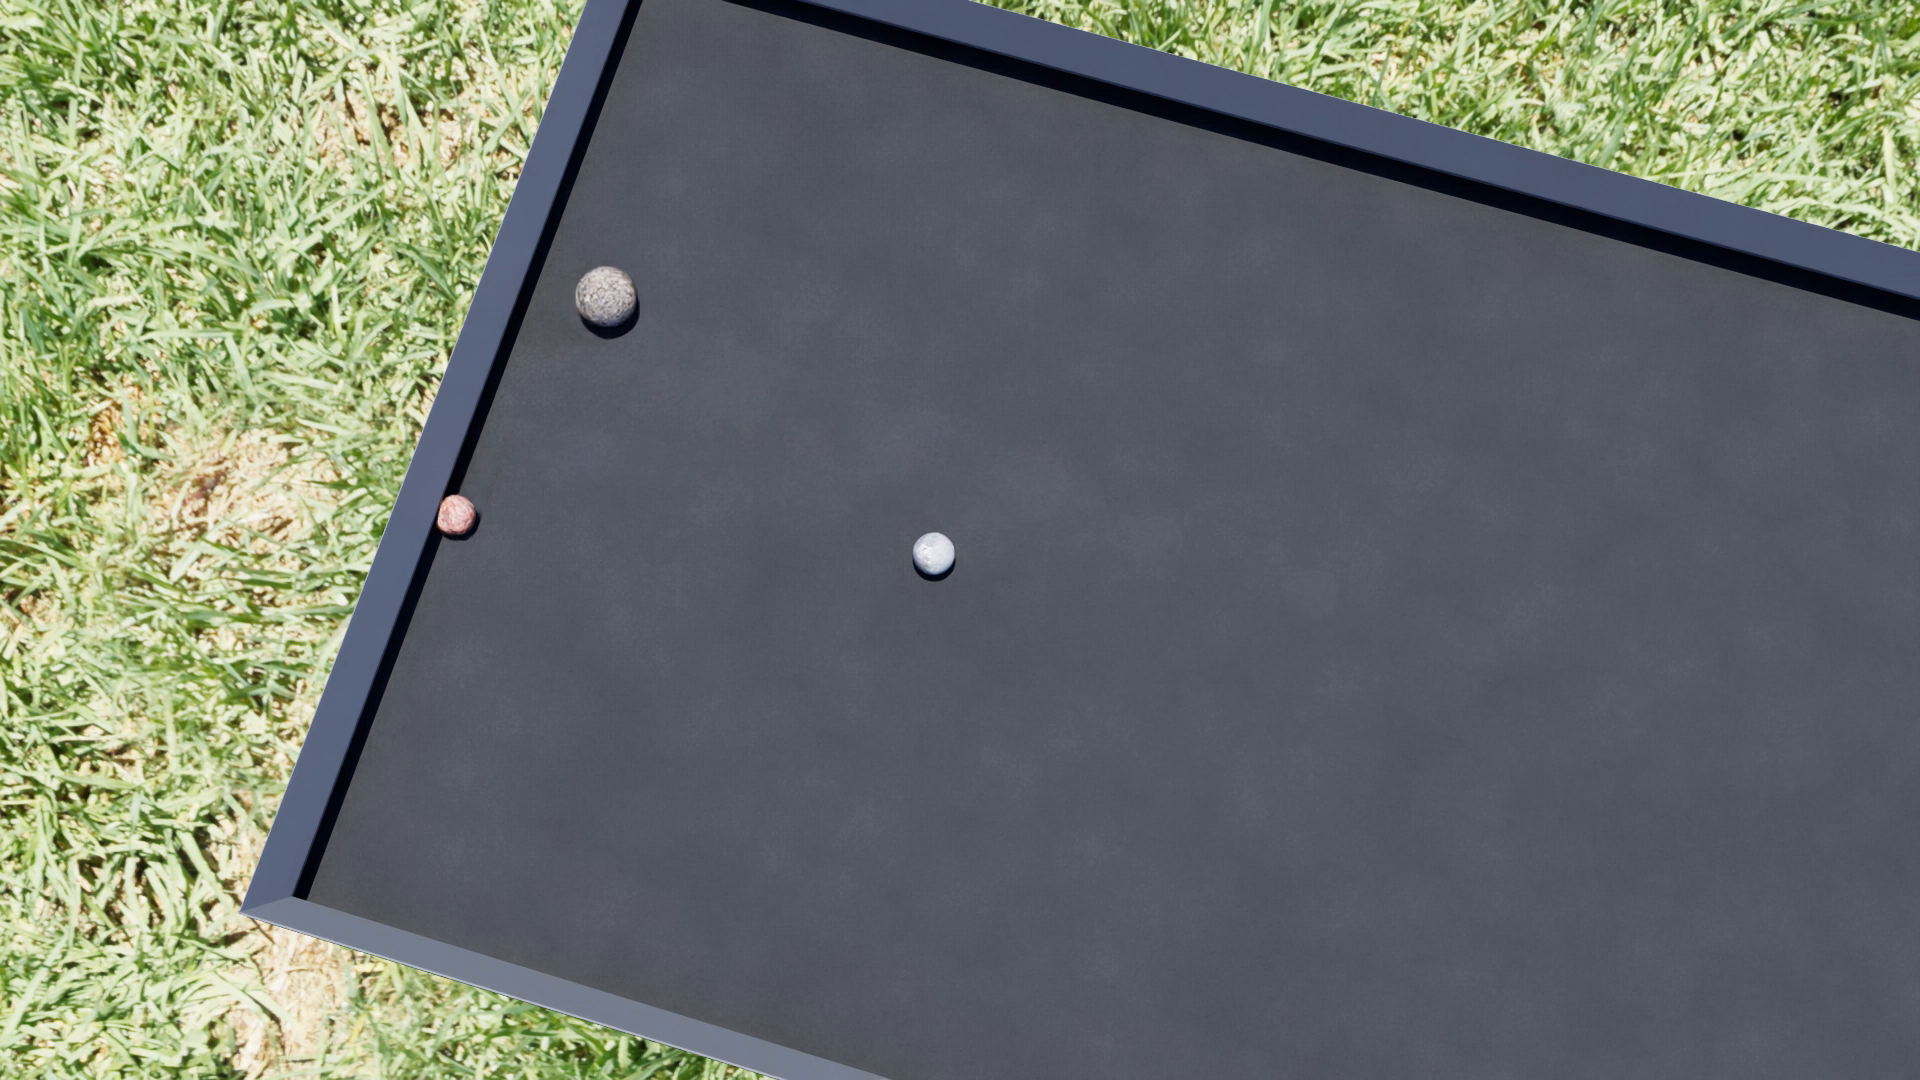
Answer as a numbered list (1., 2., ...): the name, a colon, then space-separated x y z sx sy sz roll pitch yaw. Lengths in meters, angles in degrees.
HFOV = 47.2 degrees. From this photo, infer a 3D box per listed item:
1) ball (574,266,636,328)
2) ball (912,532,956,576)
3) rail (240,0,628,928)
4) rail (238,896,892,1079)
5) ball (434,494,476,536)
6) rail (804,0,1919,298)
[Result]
1. ball: -0.556 -0.381 3.453 0.096 0.096 0.096 0 74 0
2. ball: -0.040 0.021 3.355 0.066 0.066 0.066 0 74 0
3. rail: -0.763 -0.223 3.392 0.045 0.124 1.681 16 75 4
4. rail: 0.554 0.972 3.057 3.277 0.124 0.045 16 75 4
5. ball: -0.775 -0.038 3.374 0.062 0.062 0.062 0 74 0
6. rail: 1.017 -0.536 3.480 3.277 0.124 0.045 16 75 4
